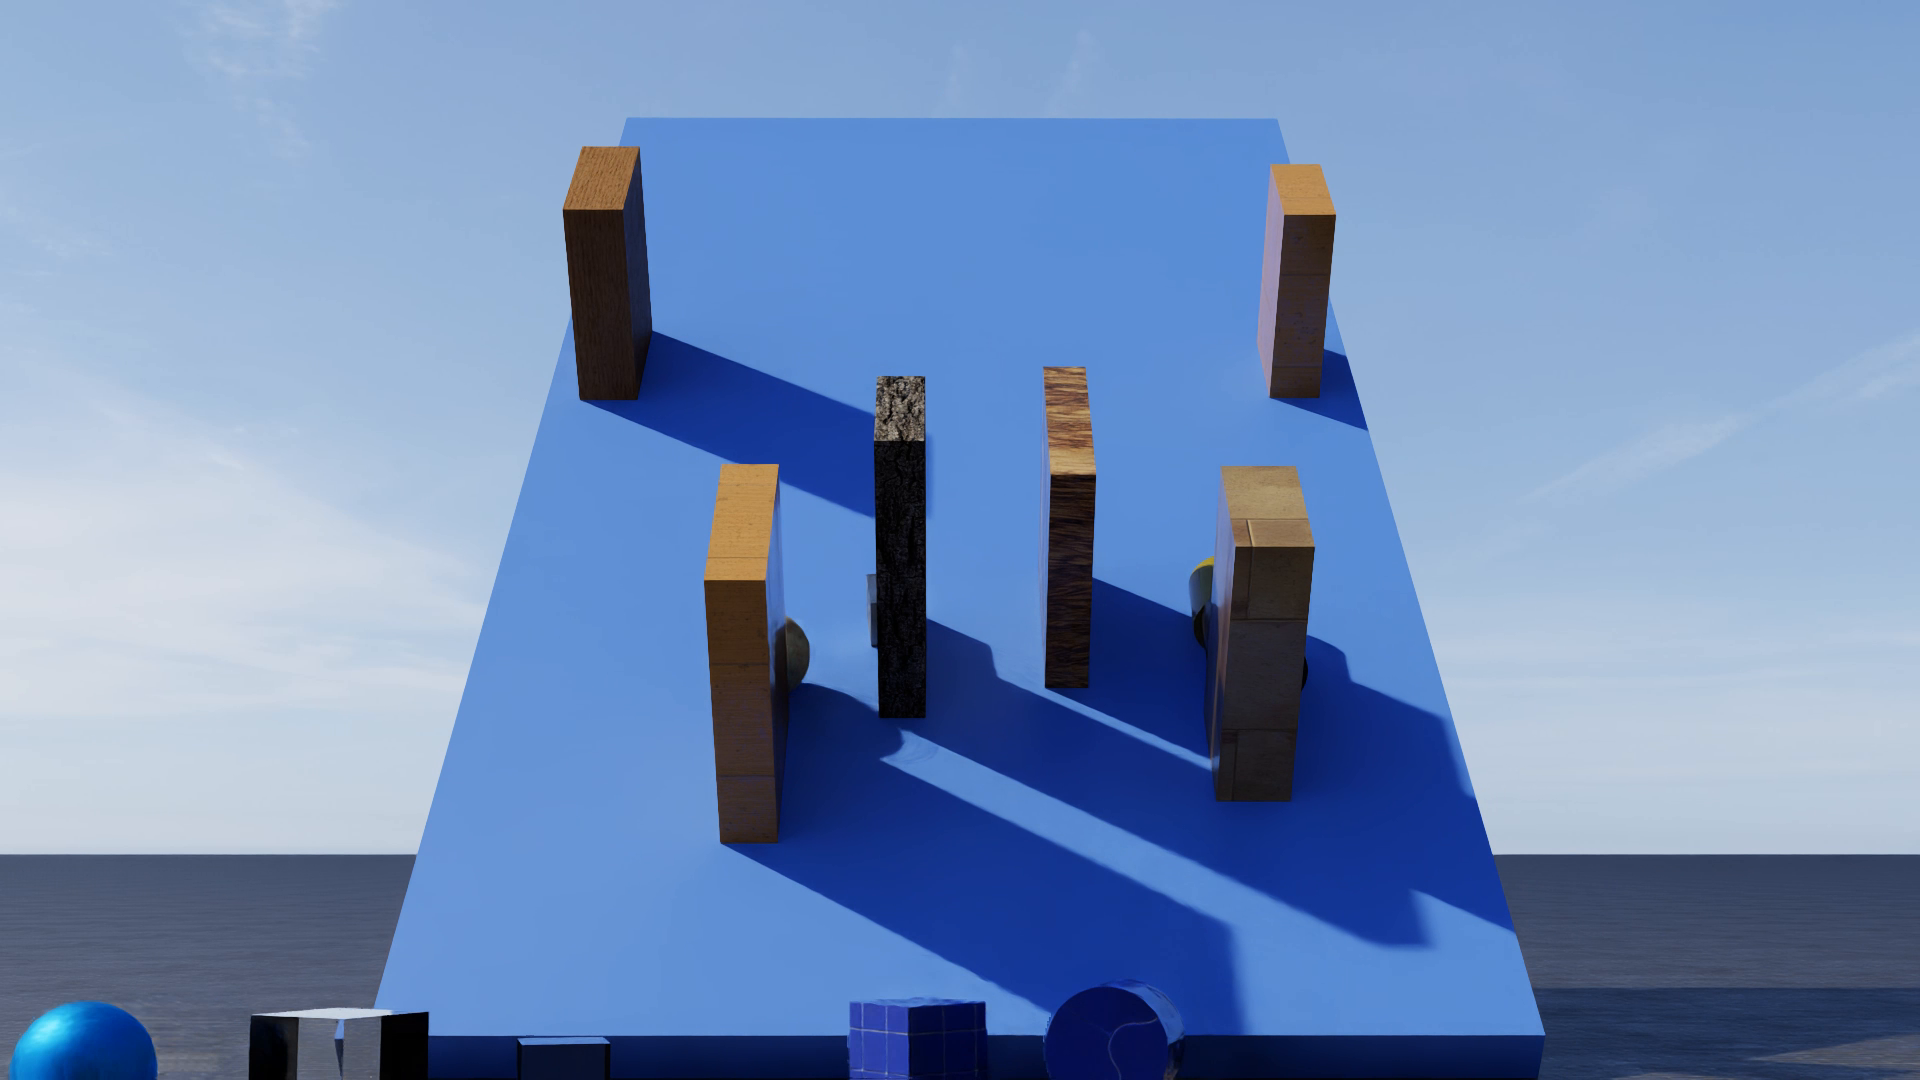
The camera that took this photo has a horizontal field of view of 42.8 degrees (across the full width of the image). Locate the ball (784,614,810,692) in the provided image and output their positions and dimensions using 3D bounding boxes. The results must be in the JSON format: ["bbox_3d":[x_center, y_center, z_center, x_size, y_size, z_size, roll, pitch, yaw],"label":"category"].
[{"bbox_3d":[-0.391,0.232,4.945,0.179,0.179,0.179,0,-7,0],"label":"ball"}]

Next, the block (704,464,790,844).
[{"bbox_3d":[-0.395,0.212,4.593,0.107,0.588,0.397,0,32,0],"label":"block"}]

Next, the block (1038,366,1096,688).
[{"bbox_3d":[0.217,-0.029,5.054,0.088,0.508,0.438,0,32,0],"label":"block"}]

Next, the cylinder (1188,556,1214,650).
[{"bbox_3d":[0.561,0.136,5.125,0.156,0.156,0.156,0,32,1],"label":"cylinder"}]

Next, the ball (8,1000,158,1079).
[{"bbox_3d":[-1.177,0.715,3.291,0.188,0.188,0.188,0,-7,0],"label":"ball"}]

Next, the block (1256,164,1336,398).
[{"bbox_3d":[0.825,-0.638,6.034,0.123,0.493,0.294,0,32,0],"label":"block"}]

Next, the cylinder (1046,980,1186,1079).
[{"bbox_3d":[0.240,0.773,3.751,0.187,0.187,0.187,-2,-7,13],"label":"cylinder"}]

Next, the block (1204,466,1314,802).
[{"bbox_3d":[0.563,0.180,4.659,0.142,0.579,0.283,0,32,0],"label":"block"}]

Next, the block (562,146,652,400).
[{"bbox_3d":[-0.864,-0.659,6.041,0.142,0.510,0.372,0,32,0],"label":"block"}]

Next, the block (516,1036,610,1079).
[{"bbox_3d":[-0.561,0.769,3.457,0.122,0.122,0.122,2,-7,-13],"label":"block"}]

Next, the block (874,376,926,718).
[{"bbox_3d":[-0.115,0.018,4.852,0.094,0.641,0.253,0,32,0],"label":"block"}]

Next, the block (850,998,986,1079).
[{"bbox_3d":[-0.066,0.799,3.825,0.152,0.152,0.152,5,-9,-38],"label":"block"}]

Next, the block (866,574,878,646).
[{"bbox_3d":[-0.137,0.145,5.150,0.109,0.109,0.109,-3,32,-6],"label":"block"}]

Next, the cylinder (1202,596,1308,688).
[{"bbox_3d":[0.596,0.213,4.964,0.197,0.197,0.197,0,32,1],"label":"cylinder"}]

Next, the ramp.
[{"bbox_3d":[-0.015,-0.187,5.870,2.000,0.100,4.000,0,32,0],"label":"ramp"}]

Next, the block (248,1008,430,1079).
[{"bbox_3d":[-0.849,0.732,3.347,0.168,0.168,0.168,-4,-8,29],"label":"block"}]
